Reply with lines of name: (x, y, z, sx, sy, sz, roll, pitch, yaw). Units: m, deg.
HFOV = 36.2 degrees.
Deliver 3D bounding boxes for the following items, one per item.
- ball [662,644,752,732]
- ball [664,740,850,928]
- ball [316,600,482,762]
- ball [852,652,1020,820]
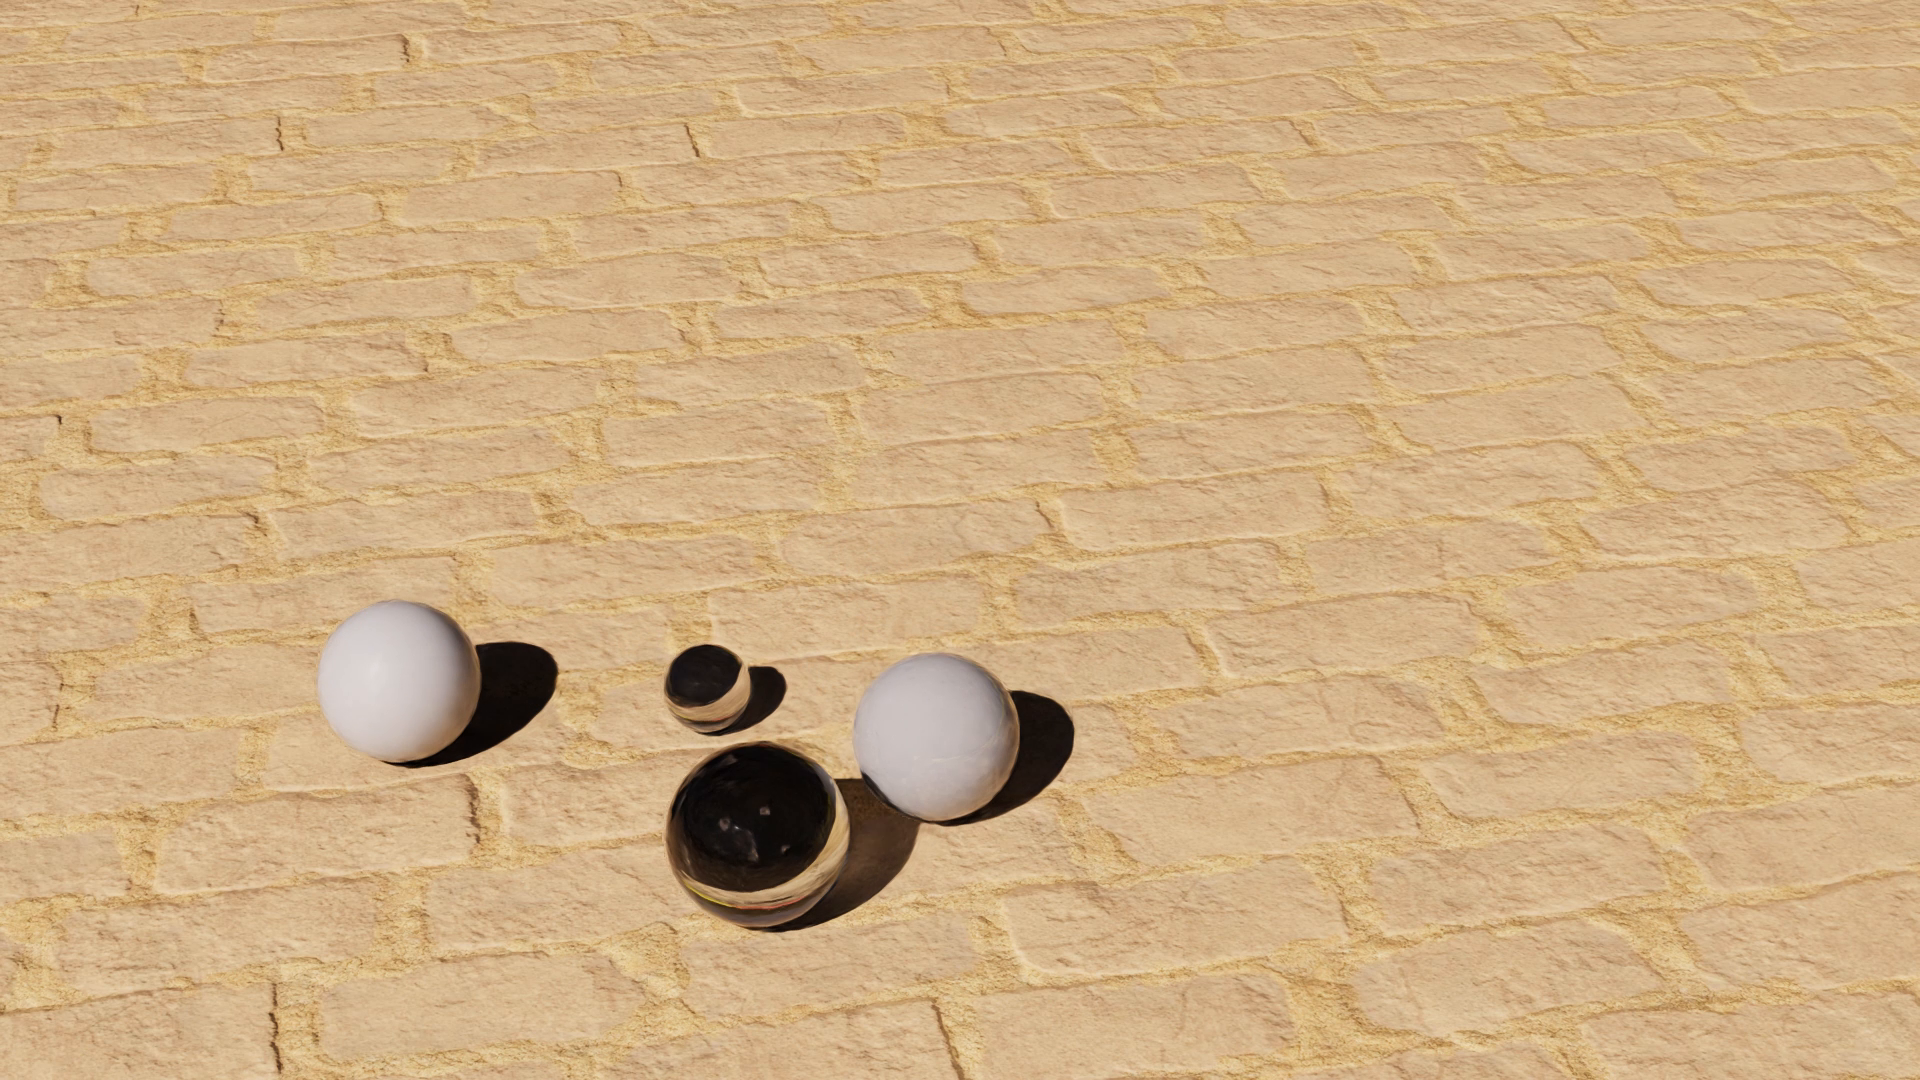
ball: (-0.130, 0.076, 1.513, 0.046, 0.046, 0.046, 0, 32, 0)
ball: (-0.095, 0.137, 1.375, 0.087, 0.087, 0.087, 0, 32, 0)
ball: (-0.283, 0.071, 1.486, 0.082, 0.082, 0.082, 0, 32, 0)
ball: (-0.012, 0.096, 1.445, 0.083, 0.083, 0.083, 0, 32, 0)
